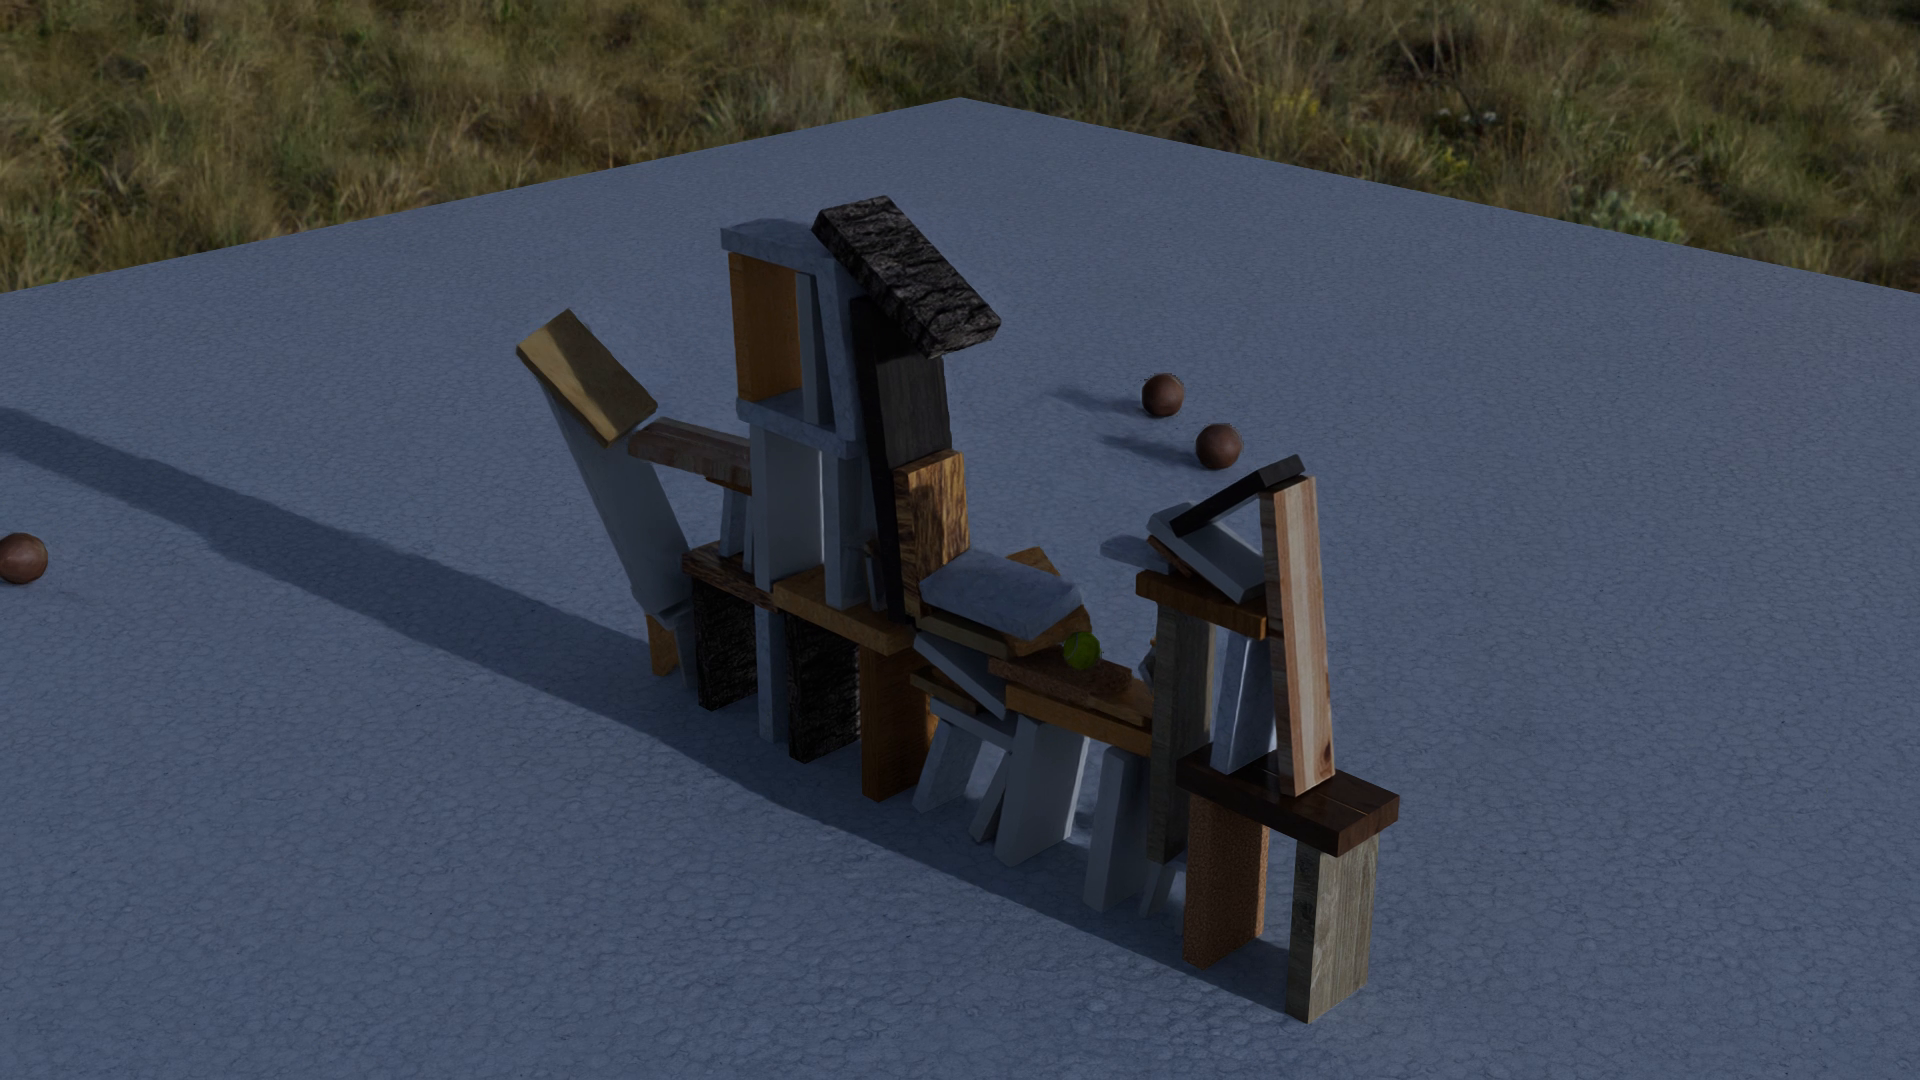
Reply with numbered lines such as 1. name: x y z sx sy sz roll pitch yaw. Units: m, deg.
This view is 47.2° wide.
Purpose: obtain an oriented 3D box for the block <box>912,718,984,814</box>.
1. block: -0.015 0.435 4.430 0.121 0.242 0.034 -21 51 -41

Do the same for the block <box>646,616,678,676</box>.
1. block: -0.673 0.207 5.012 0.027 0.189 0.094 13 36 21

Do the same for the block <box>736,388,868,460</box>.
1. block: -0.278 -0.246 4.421 0.167 0.047 0.334 -21 31 -40

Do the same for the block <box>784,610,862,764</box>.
1. block: -0.285 0.286 4.649 0.171 0.343 0.049 -21 31 -41

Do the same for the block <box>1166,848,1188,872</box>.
1. block: 0.418 0.582 4.023 0.133 0.019 0.067 19 29 36

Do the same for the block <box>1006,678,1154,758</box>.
1. block: 0.272 0.307 4.093 0.341 0.048 0.171 17 28 35

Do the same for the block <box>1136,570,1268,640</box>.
1. block: 0.450 0.094 3.774 0.136 0.039 0.273 -21 30 -40

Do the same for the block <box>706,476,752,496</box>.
1. block: -0.442 -0.129 4.644 0.181 0.026 0.090 18 29 36

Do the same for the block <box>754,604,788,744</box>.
1. block: -0.362 0.265 4.733 0.045 0.315 0.157 21 31 41

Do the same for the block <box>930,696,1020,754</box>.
1. block: 0.070 0.345 4.300 0.242 0.034 0.121 23 32 40

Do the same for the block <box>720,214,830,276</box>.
1. block: -0.314 -0.580 4.320 0.301 0.043 0.150 20 30 39

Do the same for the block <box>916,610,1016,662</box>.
1. block: 0.044 0.165 4.243 0.123 0.035 0.247 -23 29 -40

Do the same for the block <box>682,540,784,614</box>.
1. block: -0.437 0.070 4.731 0.315 0.045 0.158 21 31 40

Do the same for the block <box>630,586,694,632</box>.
1. block: -0.652 0.135 4.910 0.095 0.027 0.189 -25 35 -22

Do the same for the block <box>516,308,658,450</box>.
1. block: -0.794 -0.343 4.680 0.286 0.041 0.143 46 63 5

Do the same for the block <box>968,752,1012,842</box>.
1. block: 0.106 0.485 4.320 0.121 0.242 0.034 -21 56 -41

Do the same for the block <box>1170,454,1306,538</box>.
1. block: 0.464 -0.073 3.691 0.112 0.032 0.223 -21 -8 -43

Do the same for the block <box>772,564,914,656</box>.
1. block: -0.205 0.136 4.499 0.343 0.049 0.171 21 31 41

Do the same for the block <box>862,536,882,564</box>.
1. block: -0.134 0.035 4.385 0.114 0.016 0.057 40 42 26

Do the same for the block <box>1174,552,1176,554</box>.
1. block: 0.377 -0.002 3.810 0.050 0.014 0.101 -12 40 -36

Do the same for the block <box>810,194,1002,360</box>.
1. block: -0.101 -0.496 4.117 0.178 0.050 0.355 -22 63 -44

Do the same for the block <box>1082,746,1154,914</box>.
1. block: 0.321 0.515 4.105 0.048 0.341 0.171 28 35 35

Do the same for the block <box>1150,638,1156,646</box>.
1. block: 0.399 0.228 4.038 0.063 0.127 0.018 -26 15 -17

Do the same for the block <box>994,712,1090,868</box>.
1. block: 0.165 0.456 4.245 0.171 0.341 0.048 -21 42 -41

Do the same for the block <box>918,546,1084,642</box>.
1. block: 0.076 0.100 4.159 0.148 0.042 0.297 -34 34 -31

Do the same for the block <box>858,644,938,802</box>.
1. block: -0.124 0.349 4.500 0.049 0.343 0.171 21 31 41

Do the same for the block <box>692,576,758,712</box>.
1. block: -0.510 0.207 4.870 0.045 0.315 0.157 21 31 41

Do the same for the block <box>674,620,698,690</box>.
1. block: -0.586 0.240 4.935 0.094 0.189 0.027 -20 38 -20

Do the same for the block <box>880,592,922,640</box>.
1. block: -0.067 0.163 4.366 0.091 0.026 0.182 -21 61 -40

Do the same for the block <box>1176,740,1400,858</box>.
1. block: 0.562 0.431 3.794 0.346 0.049 0.173 21 31 41
